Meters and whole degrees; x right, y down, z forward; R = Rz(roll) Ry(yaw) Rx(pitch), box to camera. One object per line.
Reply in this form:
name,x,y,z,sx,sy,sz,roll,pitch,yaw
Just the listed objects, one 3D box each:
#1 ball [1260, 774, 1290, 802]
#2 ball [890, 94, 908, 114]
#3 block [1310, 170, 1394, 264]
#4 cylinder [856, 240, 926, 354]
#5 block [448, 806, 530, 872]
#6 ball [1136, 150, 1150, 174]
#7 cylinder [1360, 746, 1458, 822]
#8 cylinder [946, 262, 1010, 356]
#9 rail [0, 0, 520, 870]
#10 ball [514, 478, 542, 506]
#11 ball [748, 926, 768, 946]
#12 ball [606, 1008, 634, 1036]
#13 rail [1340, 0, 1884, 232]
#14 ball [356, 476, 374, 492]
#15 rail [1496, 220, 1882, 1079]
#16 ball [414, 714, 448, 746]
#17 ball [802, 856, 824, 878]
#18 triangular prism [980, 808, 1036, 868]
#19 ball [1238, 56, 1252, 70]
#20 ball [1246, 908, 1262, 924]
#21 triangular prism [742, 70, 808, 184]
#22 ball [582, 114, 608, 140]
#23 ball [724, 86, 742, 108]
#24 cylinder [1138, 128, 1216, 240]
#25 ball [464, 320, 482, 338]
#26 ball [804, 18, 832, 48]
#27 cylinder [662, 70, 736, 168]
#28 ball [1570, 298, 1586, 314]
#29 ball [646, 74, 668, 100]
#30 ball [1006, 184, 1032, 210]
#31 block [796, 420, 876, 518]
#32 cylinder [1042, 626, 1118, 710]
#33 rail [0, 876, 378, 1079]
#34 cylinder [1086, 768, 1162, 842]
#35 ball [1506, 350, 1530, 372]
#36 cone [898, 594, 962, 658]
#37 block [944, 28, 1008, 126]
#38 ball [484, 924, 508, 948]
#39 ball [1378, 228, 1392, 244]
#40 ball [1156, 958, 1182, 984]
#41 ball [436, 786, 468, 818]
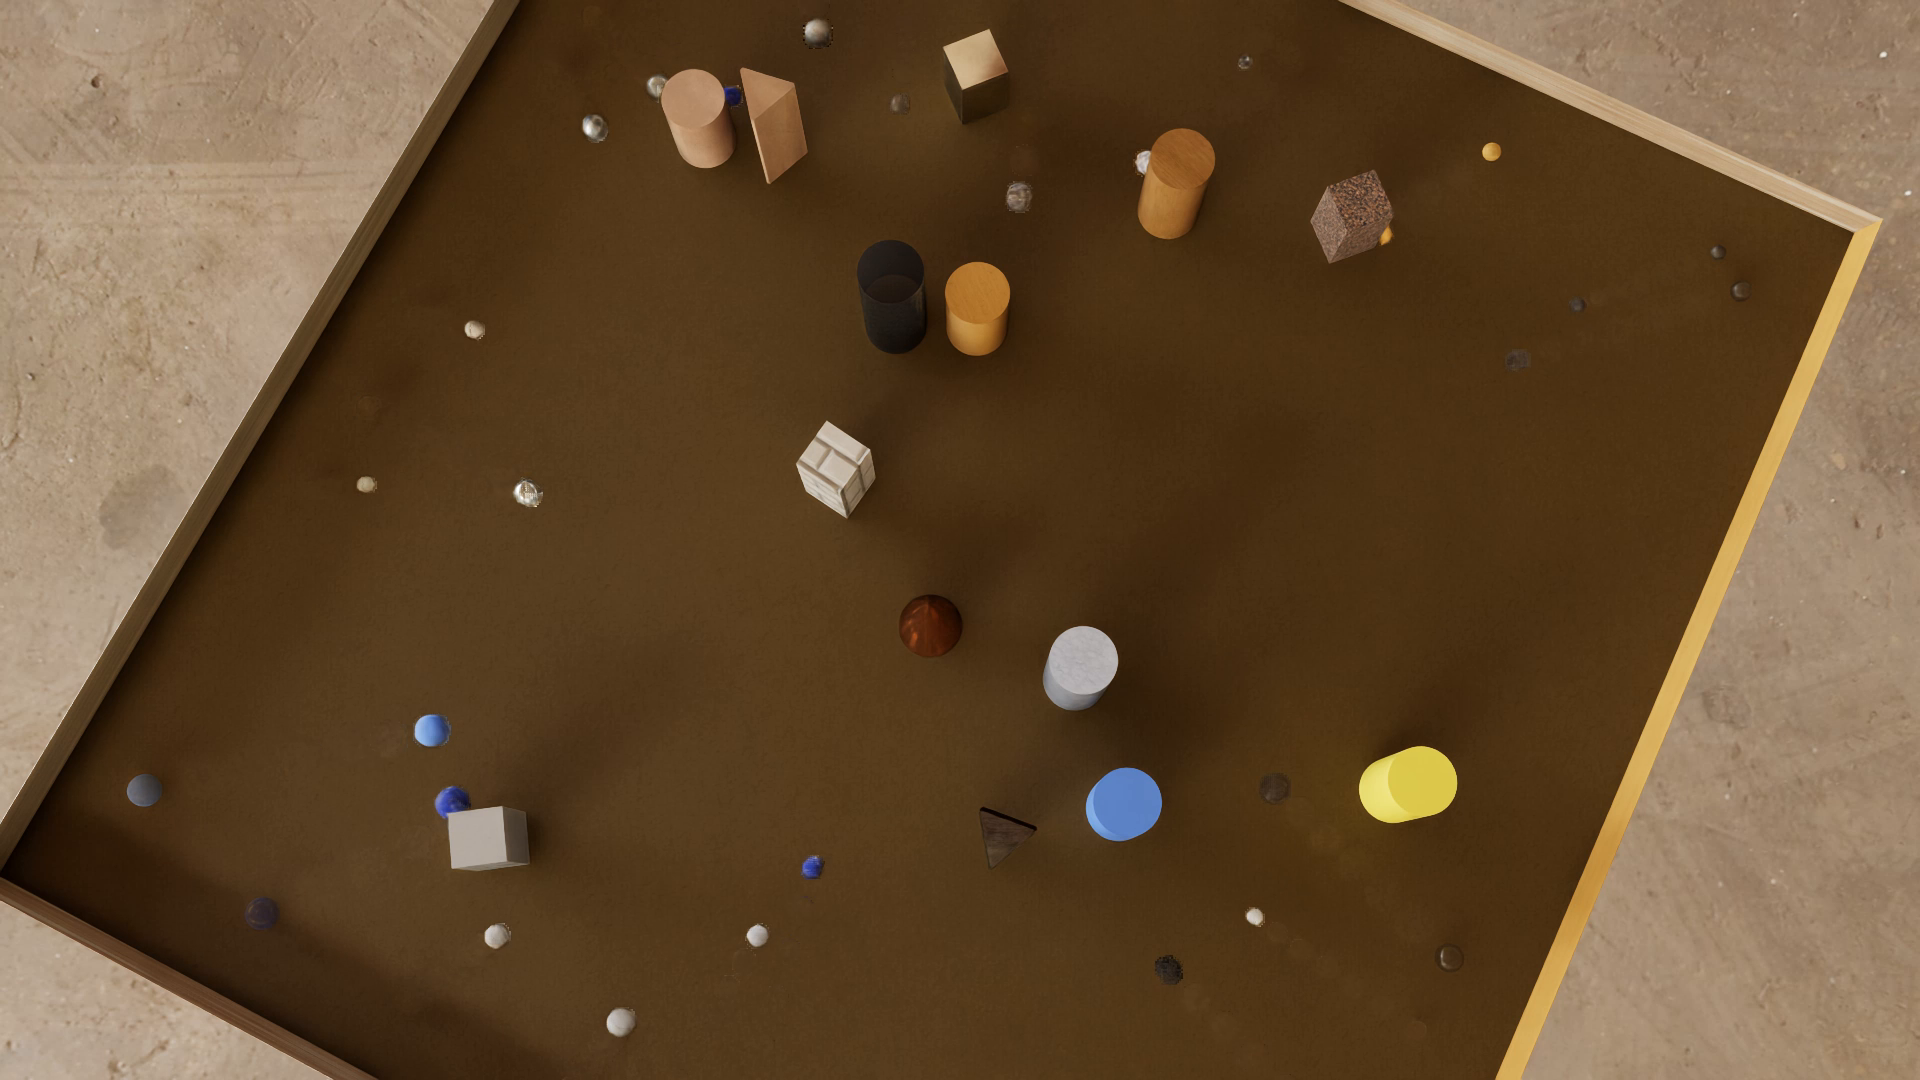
ball,0.932,0.735,5.421,0.085,0.085,0.085,0,78,0
ball,-0.194,-1.398,5.875,0.060,0.060,0.060,0,78,0
block,1.213,-0.999,5.680,0.155,0.281,0.155,-20,79,-4
cylinder,-0.201,-0.726,5.521,0.193,0.481,0.193,0,78,0
block,-1.358,0.864,5.292,0.155,0.285,0.155,-7,78,-2
ball,0.597,-1.198,5.817,0.079,0.079,0.079,0,78,0
cylinder,1.286,0.708,5.279,0.193,0.373,0.193,0,78,0
cylinder,0.052,-0.703,5.601,0.193,0.316,0.193,0,78,0
rail,-1.870,-0.909,5.739,0.045,0.126,4.379,26,80,5
ball,-1.323,-0.146,5.605,0.082,0.082,0.082,0,78,0
ball,-0.590,1.155,5.347,0.061,0.061,0.061,0,78,0
ball,-0.979,1.392,5.288,0.079,0.079,0.079,0,78,0
rail,0.969,-1.891,5.942,4.228,0.126,0.045,26,80,5
ball,-1.825,-0.171,5.626,0.050,0.050,0.050,0,78,0
rail,1.870,0.922,5.361,0.045,0.126,4.379,26,80,5
ball,-1.573,0.567,5.450,0.097,0.097,0.097,0,78,0
ball,-0.432,0.962,5.387,0.060,0.060,0.060,0,78,0
triangular prism,0.106,0.837,5.291,0.168,0.298,0.145,-39,81,-7
ball,0.921,-1.541,5.913,0.044,0.044,0.044,0,78,0
ball,0.863,1.103,5.365,0.046,0.046,0.046,0,78,0
triangular prism,-0.598,-1.293,5.641,0.168,0.476,0.145,-42,81,-8
ball,-1.165,-1.318,5.848,0.081,0.081,0.081,0,78,0
ball,-0.732,-1.421,5.872,0.067,0.067,0.067,0,78,0
cylinder,0.661,-1.090,5.636,0.193,0.403,0.193,0,78,0
ball,-1.520,-0.659,5.724,0.056,0.056,0.056,0,78,0
ball,-0.459,-1.634,5.909,0.089,0.089,0.089,0,78,0
cylinder,-0.814,-1.315,5.734,0.193,0.303,0.193,0,78,0
ball,1.939,-0.734,5.744,0.048,0.048,0.048,0,78,0
ball,-0.966,-1.452,5.876,0.081,0.081,0.081,0,78,0
ball,0.187,-1.087,5.799,0.084,0.084,0.084,0,78,0
block,-0.367,-0.206,5.480,0.155,0.351,0.155,34,80,7
cylinder,0.346,0.378,5.329,0.193,0.409,0.193,0,78,0
rail,-0.969,1.904,5.157,4.228,0.126,0.045,26,80,5
cylinder,0.471,0.768,5.302,0.193,0.305,0.193,0,78,0
ball,1.734,-0.557,5.697,0.068,0.068,0.068,0,78,0
cone,-0.090,0.219,5.361,0.193,0.412,0.193,0,78,0
block,0.049,-1.458,5.786,0.155,0.260,0.155,-22,79,-5
ball,-1.352,1.155,5.343,0.067,0.067,0.067,0,78,0
ball,1.333,-0.963,5.780,0.058,0.058,0.058,0,78,0
ball,0.606,1.249,5.321,0.072,0.072,0.072,0,78,0
ball,-1.498,0.776,5.403,0.096,0.096,0.096,0,78,0
